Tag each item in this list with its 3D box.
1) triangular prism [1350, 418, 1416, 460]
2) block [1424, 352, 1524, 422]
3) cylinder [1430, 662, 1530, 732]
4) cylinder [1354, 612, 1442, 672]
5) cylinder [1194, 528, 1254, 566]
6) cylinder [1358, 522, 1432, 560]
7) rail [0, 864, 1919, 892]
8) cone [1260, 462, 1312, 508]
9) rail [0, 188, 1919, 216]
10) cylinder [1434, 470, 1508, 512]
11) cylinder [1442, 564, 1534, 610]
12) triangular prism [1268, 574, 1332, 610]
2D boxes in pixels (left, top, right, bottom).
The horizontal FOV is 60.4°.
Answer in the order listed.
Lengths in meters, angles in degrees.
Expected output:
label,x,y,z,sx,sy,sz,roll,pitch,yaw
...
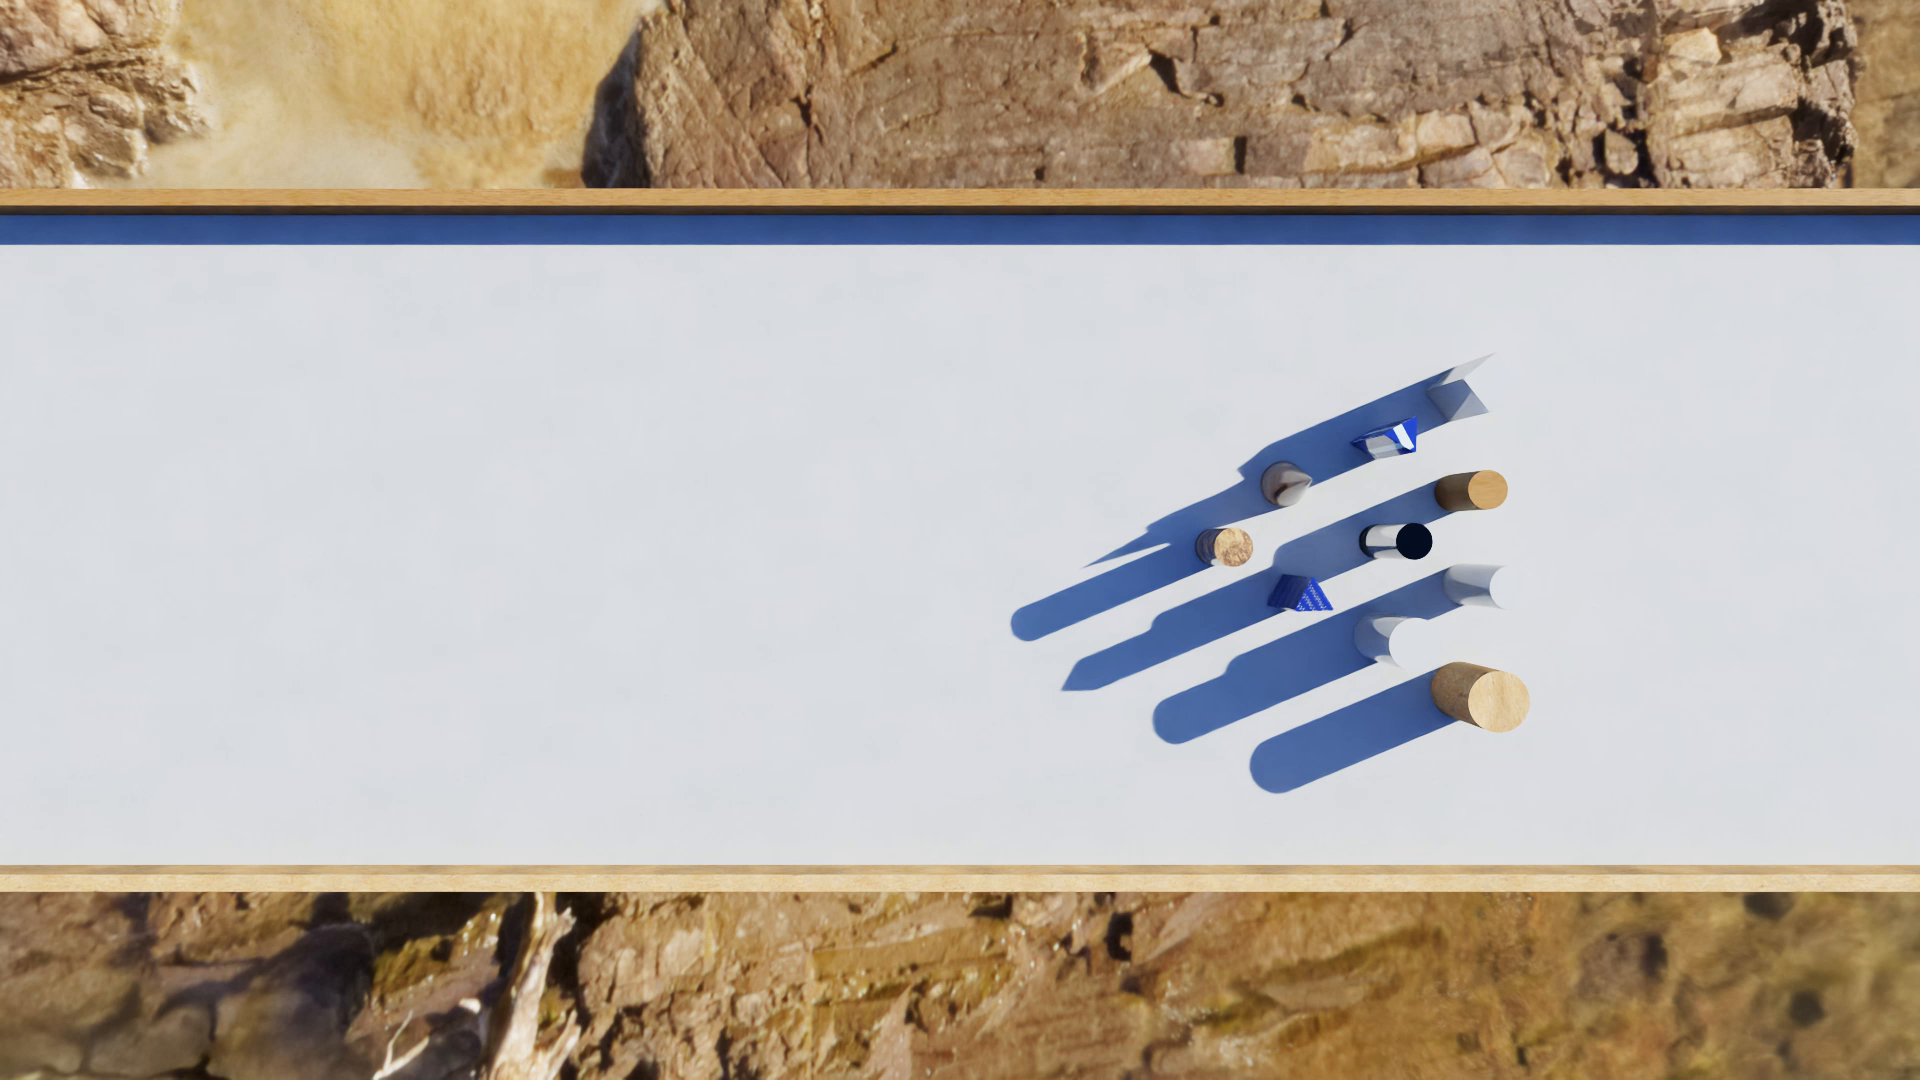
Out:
label,x,y,z,sx,sy,sz,roll,pitch,yaw
triangular prism,1.264,-0.311,4.864,0.099,0.426,0.086,31,90,0
block,1.516,-0.449,4.882,0.123,0.390,0.123,-38,90,0
cylinder,1.536,0.461,4.888,0.176,0.376,0.176,0,90,0
cylinder,1.287,0.296,4.867,0.151,0.418,0.151,0,90,0
cylinder,0.779,0.021,4.885,0.112,0.383,0.112,0,90,0
cylinder,1.279,0.004,4.861,0.105,0.432,0.105,0,90,0
rail,-2.247,1.025,5.001,12.000,0.150,0.050,0,90,0
cone,0.996,-0.172,4.865,0.142,0.424,0.142,0,90,0
rail,-2.247,-1.025,5.002,12.000,0.150,0.050,0,90,0
cylinder,1.518,-0.145,4.909,0.115,0.335,0.115,0,90,0
cylinder,1.549,0.134,4.851,0.127,0.451,0.127,0,90,0
triangular prism,0.998,0.152,4.863,0.108,0.427,0.093,-1,90,0
